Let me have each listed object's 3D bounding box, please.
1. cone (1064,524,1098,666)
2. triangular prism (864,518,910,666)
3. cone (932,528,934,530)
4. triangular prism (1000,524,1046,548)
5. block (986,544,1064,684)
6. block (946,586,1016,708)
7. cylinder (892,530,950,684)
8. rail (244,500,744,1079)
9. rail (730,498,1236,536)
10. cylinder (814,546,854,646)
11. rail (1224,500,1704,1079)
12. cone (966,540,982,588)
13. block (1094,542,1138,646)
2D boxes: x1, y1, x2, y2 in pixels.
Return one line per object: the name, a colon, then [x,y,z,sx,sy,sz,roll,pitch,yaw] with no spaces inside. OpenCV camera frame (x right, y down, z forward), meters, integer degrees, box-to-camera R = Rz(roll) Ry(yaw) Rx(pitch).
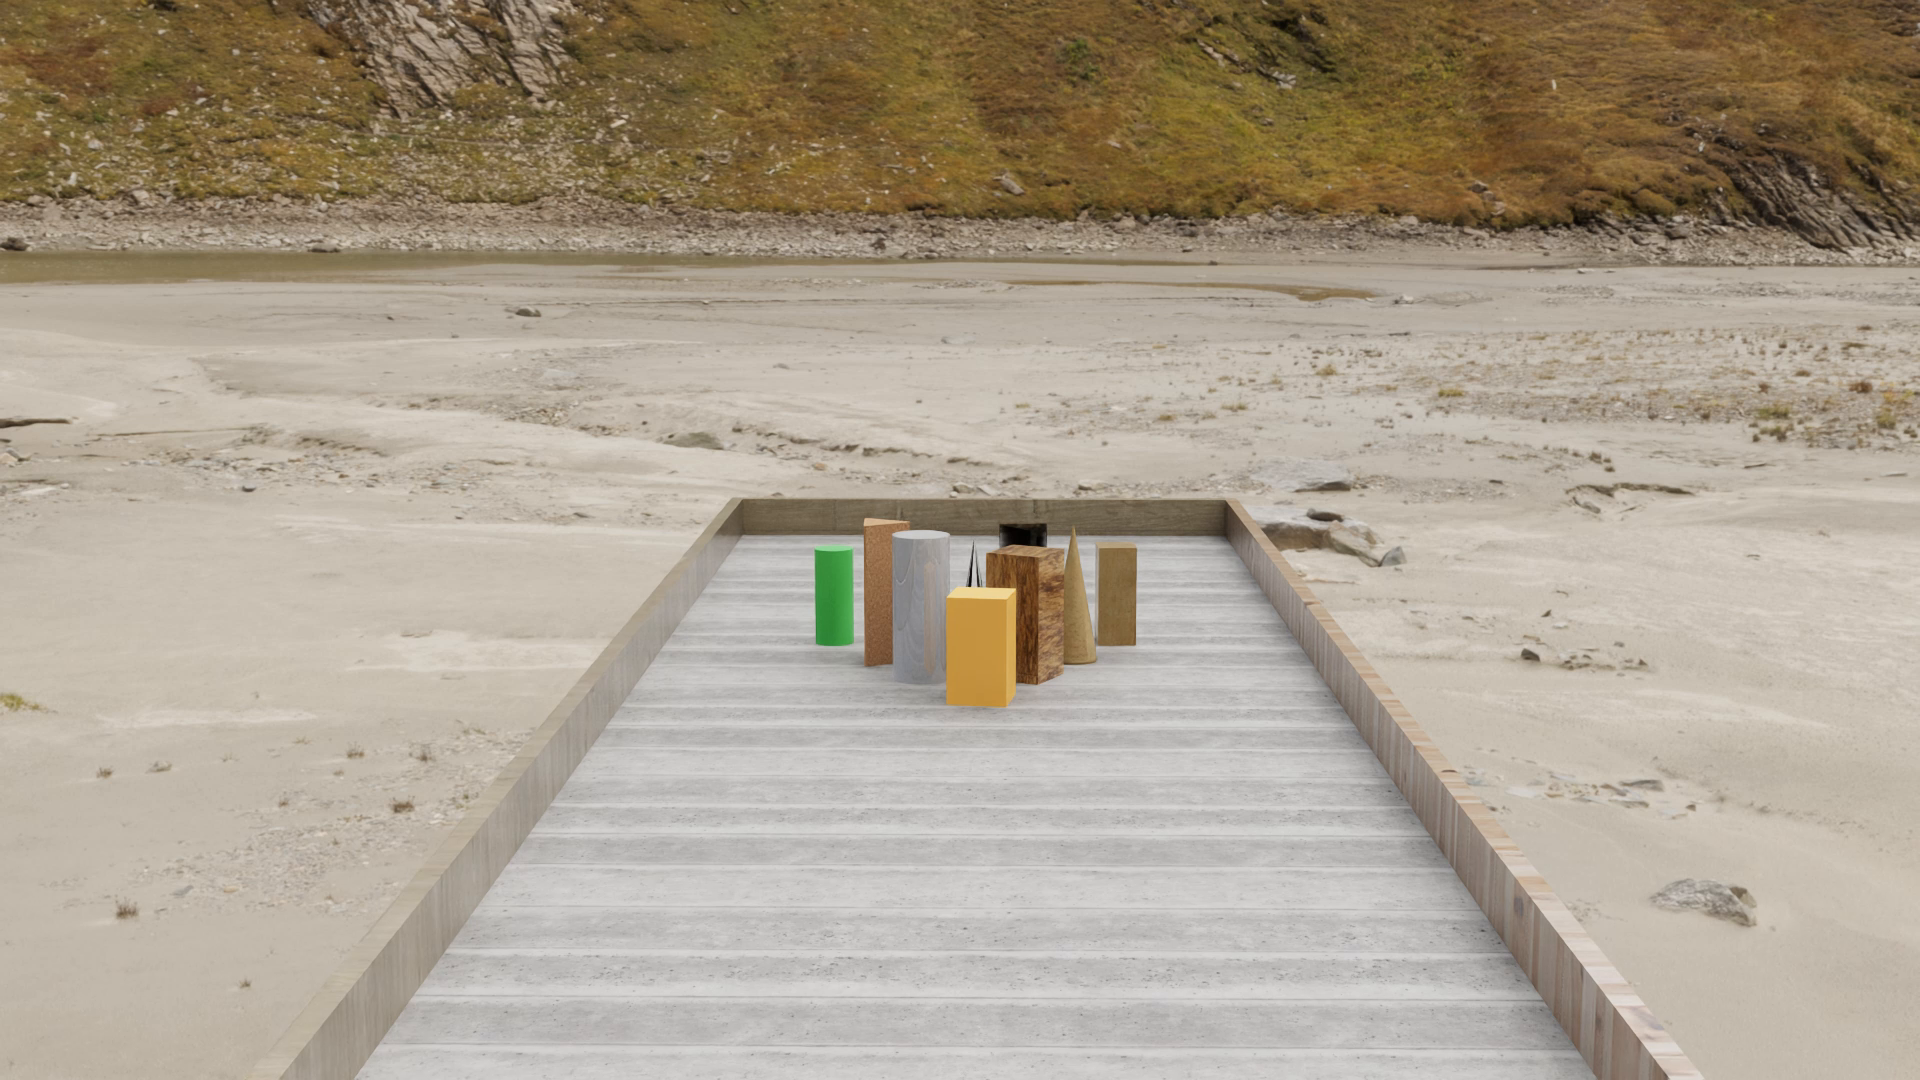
cone: [0.343,0.156,6.672,0.154,0.424,0.154,0,9,0]
triangular prism: [-0.251,0.154,6.669,0.154,0.428,0.133,-5,10,-30]
cone: [-0.084,0.136,6.966,0.166,0.370,0.166,0,9,0]
triangular prism: [0.222,0.136,6.970,0.129,0.369,0.149,-7,11,-36]
block: [0.191,0.216,6.447,0.170,0.375,0.170,5,10,28]
block: [0.061,0.298,6.158,0.168,0.304,0.168,2,9,10]
cylinder: [-0.114,0.195,6.417,0.168,0.427,0.168,0,9,0]
rail: [-1.004,0.839,3.234,0.050,0.150,12.000,0,9,1]
rail: [0.099,-0.098,9.147,2.100,0.150,0.050,0,9,1]
cylinder: [-0.397,0.175,6.943,0.121,0.302,0.121,0,9,0]
rail: [1.046,0.843,3.208,0.050,0.150,12.000,0,9,1]
cone: [0.043,0.178,6.651,0.124,0.386,0.124,0,9,0]
block: [0.492,0.169,6.949,0.119,0.311,0.119,0,9,-2]
